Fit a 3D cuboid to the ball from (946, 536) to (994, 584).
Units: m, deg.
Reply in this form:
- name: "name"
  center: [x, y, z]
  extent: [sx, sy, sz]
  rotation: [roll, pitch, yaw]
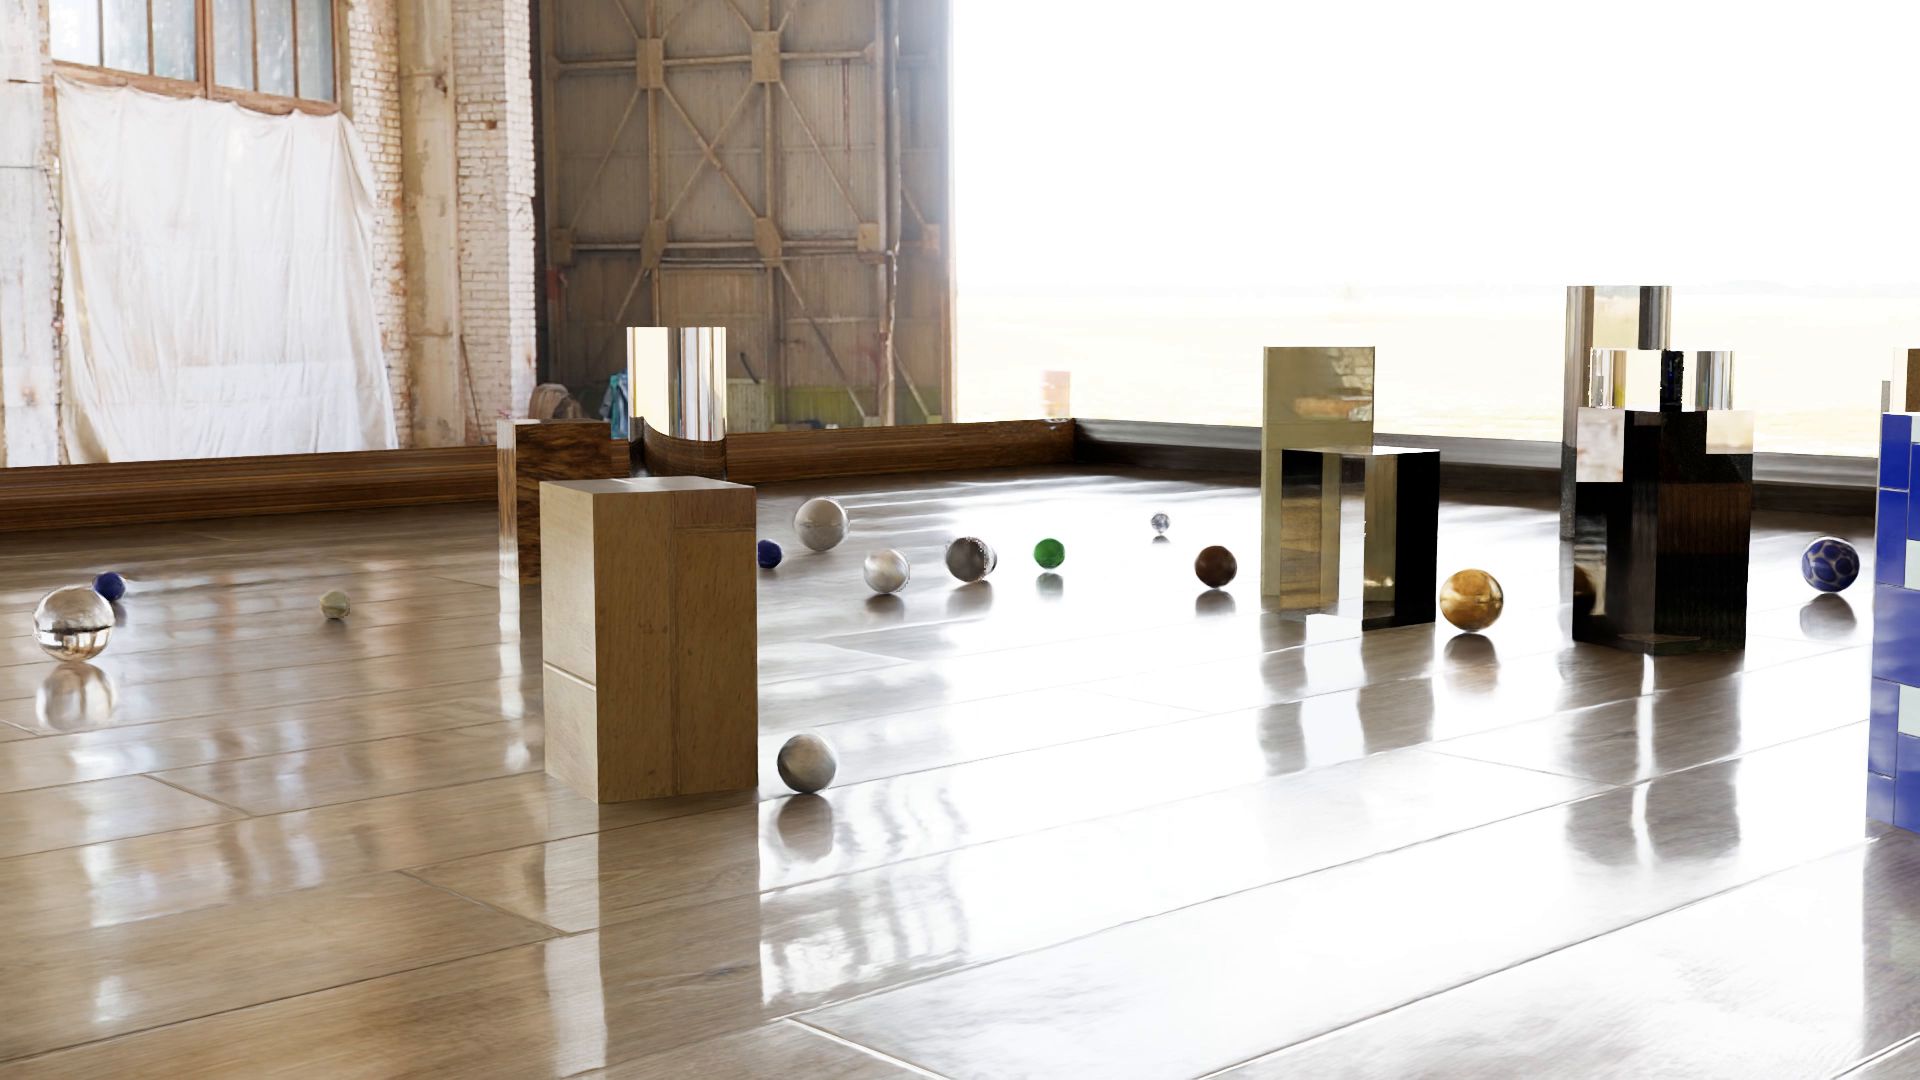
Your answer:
- name: "ball"
  center: [0.016, 0.031, 3.596]
  extent: [0.079, 0.079, 0.079]
  rotation: [0, 6, 0]

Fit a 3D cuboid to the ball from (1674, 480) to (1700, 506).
- name: "ball"
  center: [1.654, -0.106, 5.002]
  extent: [0.058, 0.058, 0.058]
  rotation: [0, 6, 0]

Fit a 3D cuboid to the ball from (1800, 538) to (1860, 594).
- name: "ball"
  center: [1.371, 0.040, 3.465]
  extent: [0.089, 0.089, 0.089]
  rotation: [0, 6, 0]

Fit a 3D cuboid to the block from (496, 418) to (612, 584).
- name: "block"
  center: [-0.676, -0.068, 3.667]
  extent: [0.157, 0.261, 0.157]
  rotation: [-2, 6, -22]

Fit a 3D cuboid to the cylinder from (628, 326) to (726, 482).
- name: "cylinder"
  center: [-0.571, -0.224, 4.446]
  extent: [0.197, 0.410, 0.197]
  rotation: [0, 6, 0]

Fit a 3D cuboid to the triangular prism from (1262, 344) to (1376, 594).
- name: "triangular prism"
  center: [0.559, -0.115, 3.501]
  extent: [0.170, 0.389, 0.147]
  rotation: [0, 6, 1]

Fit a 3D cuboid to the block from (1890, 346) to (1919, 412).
- name: "block"
  center: [1.483, -0.093, 3.291]
  extent: [0.157, 0.389, 0.157]
  rotation: [2, 6, 15]

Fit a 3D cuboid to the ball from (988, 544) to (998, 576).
- name: "ball"
  center: [0.032, 0.032, 3.668]
  extent: [0.062, 0.062, 0.062]
  rotation: [0, 6, 0]

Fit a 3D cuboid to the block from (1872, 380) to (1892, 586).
- name: "block"
  center: [1.588, -0.089, 3.528]
  extent: [0.157, 0.333, 0.157]
  rotation: [-4, 7, -36]

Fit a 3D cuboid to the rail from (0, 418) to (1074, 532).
- name: "rail"
  center: [-1.420, -0.127, 4.862]
  extent: [4.822, 0.128, 0.045]
  rotation: [-5, 8, -42]

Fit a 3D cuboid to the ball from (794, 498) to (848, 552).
- name: "ball"
  center: [-0.257, -0.028, 4.071]
  extent: [0.098, 0.098, 0.098]
  rotation: [0, 6, 0]

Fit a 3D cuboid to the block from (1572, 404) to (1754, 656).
- name: "block"
  center: [0.933, -0.018, 2.925]
  extent: [0.157, 0.315, 0.157]
  rotation: [-3, 7, -24]

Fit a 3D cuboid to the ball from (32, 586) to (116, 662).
- name: "ball"
  center: [-1.122, 0.107, 2.786]
  extent: [0.097, 0.097, 0.097]
  rotation: [0, 6, 0]

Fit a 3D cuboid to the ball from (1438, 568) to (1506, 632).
- name: "ball"
  center: [0.709, 0.083, 3.046]
  extent: [0.090, 0.090, 0.090]
  rotation: [0, 6, 0]

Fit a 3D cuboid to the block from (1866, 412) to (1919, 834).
- name: "block"
  center: [0.896, 0.073, 1.869]
  extent: [0.157, 0.356, 0.157]
  rotation: [-2, 6, -15]

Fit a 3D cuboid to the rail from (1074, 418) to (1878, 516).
- name: "rail"
  center: [1.755, -0.135, 4.942]
  extent: [0.045, 0.128, 4.234]
  rotation: [-5, 8, -42]

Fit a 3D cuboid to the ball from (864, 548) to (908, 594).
- name: "ball"
  center: [-0.117, 0.049, 3.467]
  extent: [0.071, 0.071, 0.071]
  rotation: [0, 6, 0]

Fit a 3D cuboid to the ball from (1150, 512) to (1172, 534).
- name: "ball"
  center: [0.401, -0.034, 4.398]
  extent: [0.042, 0.042, 0.042]
  rotation: [0, 6, 0]

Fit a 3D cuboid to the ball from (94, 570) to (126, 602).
- name: "ball"
  center: [-1.303, 0.071, 3.369]
  extent: [0.047, 0.047, 0.047]
  rotation: [0, 6, 0]

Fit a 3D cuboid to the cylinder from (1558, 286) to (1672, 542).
- name: "cylinder"
  center: [1.264, -0.243, 4.241]
  extent: [0.197, 0.491, 0.197]
  rotation: [0, 6, 0]

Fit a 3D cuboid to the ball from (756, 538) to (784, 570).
- name: "ball"
  center: [-0.332, 0.024, 3.788]
  extent: [0.054, 0.054, 0.054]
  rotation: [0, 6, 0]

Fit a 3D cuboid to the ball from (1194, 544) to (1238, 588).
- name: "ball"
  center: [0.410, 0.042, 3.526]
  extent: [0.072, 0.072, 0.072]
  rotation: [0, 6, 0]

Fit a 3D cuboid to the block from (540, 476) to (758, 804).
- name: "block"
  center: [-0.295, 0.088, 2.081]
  extent: [0.157, 0.282, 0.157]
  rotation: [-3, 7, -28]

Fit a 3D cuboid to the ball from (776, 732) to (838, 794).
- name: "ball"
  center: [-0.141, 0.206, 2.031]
  extent: [0.056, 0.056, 0.056]
  rotation: [0, 6, 0]

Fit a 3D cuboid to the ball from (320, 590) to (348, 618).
- name: "ball"
  center: [-0.908, 0.093, 3.188]
  extent: [0.041, 0.041, 0.041]
  rotation: [0, 6, 0]

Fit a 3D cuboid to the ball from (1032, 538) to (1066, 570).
- name: "ball"
  center: [0.154, 0.024, 3.770]
  extent: [0.057, 0.057, 0.057]
  rotation: [0, 6, 0]

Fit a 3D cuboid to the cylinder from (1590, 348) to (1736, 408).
- name: "cylinder"
  center: [1.000, -0.078, 3.150]
  extent: [0.197, 0.389, 0.197]
  rotation: [0, 6, 0]

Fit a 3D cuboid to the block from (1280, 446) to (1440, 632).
- name: "block"
  center: [0.572, -0.006, 3.153]
  extent: [0.157, 0.246, 0.157]
  rotation: [-5, 8, -38]
